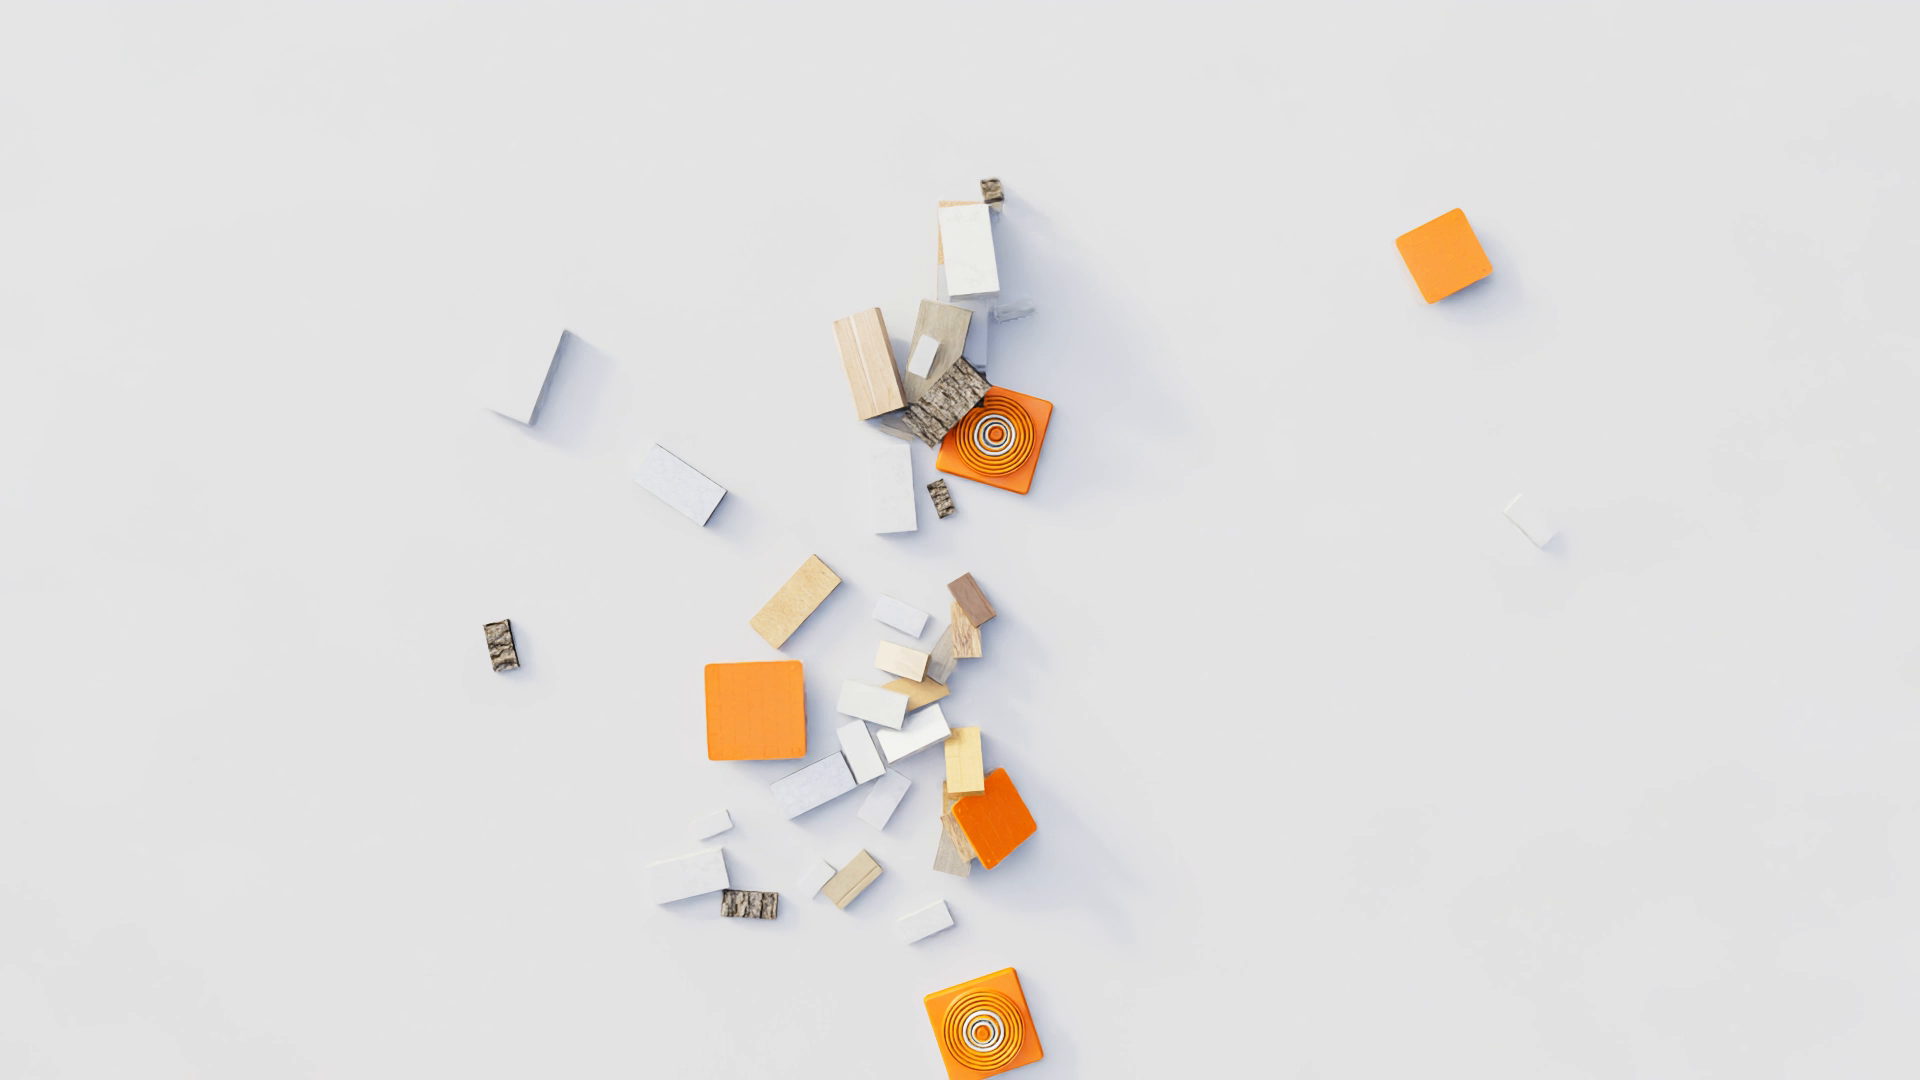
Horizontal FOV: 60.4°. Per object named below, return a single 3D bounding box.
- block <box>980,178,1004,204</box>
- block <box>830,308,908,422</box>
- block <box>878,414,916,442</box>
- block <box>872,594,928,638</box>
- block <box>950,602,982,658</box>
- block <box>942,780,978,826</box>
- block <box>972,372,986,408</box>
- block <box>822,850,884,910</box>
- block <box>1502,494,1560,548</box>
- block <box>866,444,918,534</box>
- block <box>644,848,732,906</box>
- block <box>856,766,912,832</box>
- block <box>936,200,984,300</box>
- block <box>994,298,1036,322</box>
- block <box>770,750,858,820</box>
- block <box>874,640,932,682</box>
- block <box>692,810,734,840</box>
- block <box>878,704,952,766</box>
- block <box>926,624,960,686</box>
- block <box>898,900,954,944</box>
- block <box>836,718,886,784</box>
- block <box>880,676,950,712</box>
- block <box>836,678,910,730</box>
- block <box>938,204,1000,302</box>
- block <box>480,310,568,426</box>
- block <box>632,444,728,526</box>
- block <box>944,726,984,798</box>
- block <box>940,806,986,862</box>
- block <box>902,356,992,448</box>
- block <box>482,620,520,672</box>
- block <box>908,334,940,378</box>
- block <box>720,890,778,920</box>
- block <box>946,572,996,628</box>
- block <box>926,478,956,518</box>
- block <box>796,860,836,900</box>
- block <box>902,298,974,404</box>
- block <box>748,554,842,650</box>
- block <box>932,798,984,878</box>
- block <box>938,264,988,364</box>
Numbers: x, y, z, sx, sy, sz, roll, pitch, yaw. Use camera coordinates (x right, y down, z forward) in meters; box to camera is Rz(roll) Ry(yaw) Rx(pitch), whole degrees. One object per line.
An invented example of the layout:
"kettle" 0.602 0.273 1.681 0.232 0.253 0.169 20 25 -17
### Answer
"block" 0.106 -1.153 5.445 0.064 0.129 0.018 -10 130 0
"block" -0.300 -0.580 5.448 0.169 0.048 0.338 -16 90 21
"block" -0.205 -0.374 5.491 0.122 0.017 0.061 19 90 0
"block" -0.198 0.251 5.488 0.171 0.024 0.086 24 90 0
"block" 0.020 0.298 5.463 0.092 0.026 0.185 -1 78 -7
"block" 0.003 0.922 5.483 0.119 0.034 0.238 0 90 0
"block" 0.051 -0.498 5.444 0.061 0.017 0.122 2 74 10
"block" -0.358 1.129 5.486 0.193 0.027 0.096 -43 90 0
"block" 1.900 -0.063 5.488 0.171 0.024 0.086 44 90 0
"block" -0.226 -0.169 5.480 0.143 0.040 0.285 -5 90 0
"block" -0.904 1.117 5.482 0.260 0.037 0.130 -14 90 0
"block" -0.252 0.859 5.486 0.096 0.027 0.193 32 90 0
"block" 0.008 -0.958 5.477 0.162 0.046 0.325 1 90 0
"block" 0.181 -0.765 5.470 0.129 0.064 0.018 -14 131 0
"block" -0.486 0.815 5.482 0.260 0.037 0.130 -26 90 0
"block" -0.189 0.400 5.446 0.184 0.026 0.092 15 90 28
"block" -0.825 0.949 5.491 0.124 0.018 0.062 -22 90 0
"block" -0.151 0.645 5.460 0.225 0.032 0.113 -26 63 0
"block" -0.047 0.381 5.464 0.092 0.026 0.185 33 76 0
"block" -0.115 1.271 5.488 0.169 0.024 0.085 -25 90 0
"block" -0.326 0.701 5.472 0.096 0.027 0.193 -25 84 4
"block" -0.158 0.502 5.484 0.225 0.032 0.113 -23 90 0
"block" -0.287 0.541 5.457 0.225 0.032 0.112 15 98 10
"block" 0.028 -0.937 5.374 0.162 0.046 0.325 -6 70 -2
"block" -1.448 -0.571 5.476 0.169 0.048 0.338 21 90 0
"block" -0.932 -0.183 5.480 0.285 0.040 0.143 34 90 0
"block" 0.013 0.728 5.415 0.119 0.034 0.238 -4 53 0
"block" 0.010 0.965 5.421 0.085 0.024 0.169 -28 90 0
"block" -0.044 -0.452 5.411 0.143 0.040 0.285 44 106 -3
"block" -1.527 0.352 5.488 0.082 0.023 0.164 -13 90 0
"block" -0.118 -0.602 5.398 0.064 0.018 0.129 24 106 3
"block" -0.701 1.213 5.488 0.184 0.024 0.085 3 90 0
"block" 0.039 0.200 5.461 0.085 0.024 0.171 -31 78 -14
"block" -0.062 -0.138 5.491 0.061 0.017 0.121 -22 90 0
"block" -0.478 1.128 5.491 0.062 0.018 0.124 42 90 0
"block" -0.079 -0.607 5.425 0.169 0.048 0.338 15 105 5
"block" -0.548 0.205 5.482 0.130 0.037 0.317 43 90 0
"block" -0.004 0.985 5.450 0.119 0.034 0.238 14 90 0
"block" 0.008 -0.744 5.442 0.162 0.046 0.325 1 103 0
